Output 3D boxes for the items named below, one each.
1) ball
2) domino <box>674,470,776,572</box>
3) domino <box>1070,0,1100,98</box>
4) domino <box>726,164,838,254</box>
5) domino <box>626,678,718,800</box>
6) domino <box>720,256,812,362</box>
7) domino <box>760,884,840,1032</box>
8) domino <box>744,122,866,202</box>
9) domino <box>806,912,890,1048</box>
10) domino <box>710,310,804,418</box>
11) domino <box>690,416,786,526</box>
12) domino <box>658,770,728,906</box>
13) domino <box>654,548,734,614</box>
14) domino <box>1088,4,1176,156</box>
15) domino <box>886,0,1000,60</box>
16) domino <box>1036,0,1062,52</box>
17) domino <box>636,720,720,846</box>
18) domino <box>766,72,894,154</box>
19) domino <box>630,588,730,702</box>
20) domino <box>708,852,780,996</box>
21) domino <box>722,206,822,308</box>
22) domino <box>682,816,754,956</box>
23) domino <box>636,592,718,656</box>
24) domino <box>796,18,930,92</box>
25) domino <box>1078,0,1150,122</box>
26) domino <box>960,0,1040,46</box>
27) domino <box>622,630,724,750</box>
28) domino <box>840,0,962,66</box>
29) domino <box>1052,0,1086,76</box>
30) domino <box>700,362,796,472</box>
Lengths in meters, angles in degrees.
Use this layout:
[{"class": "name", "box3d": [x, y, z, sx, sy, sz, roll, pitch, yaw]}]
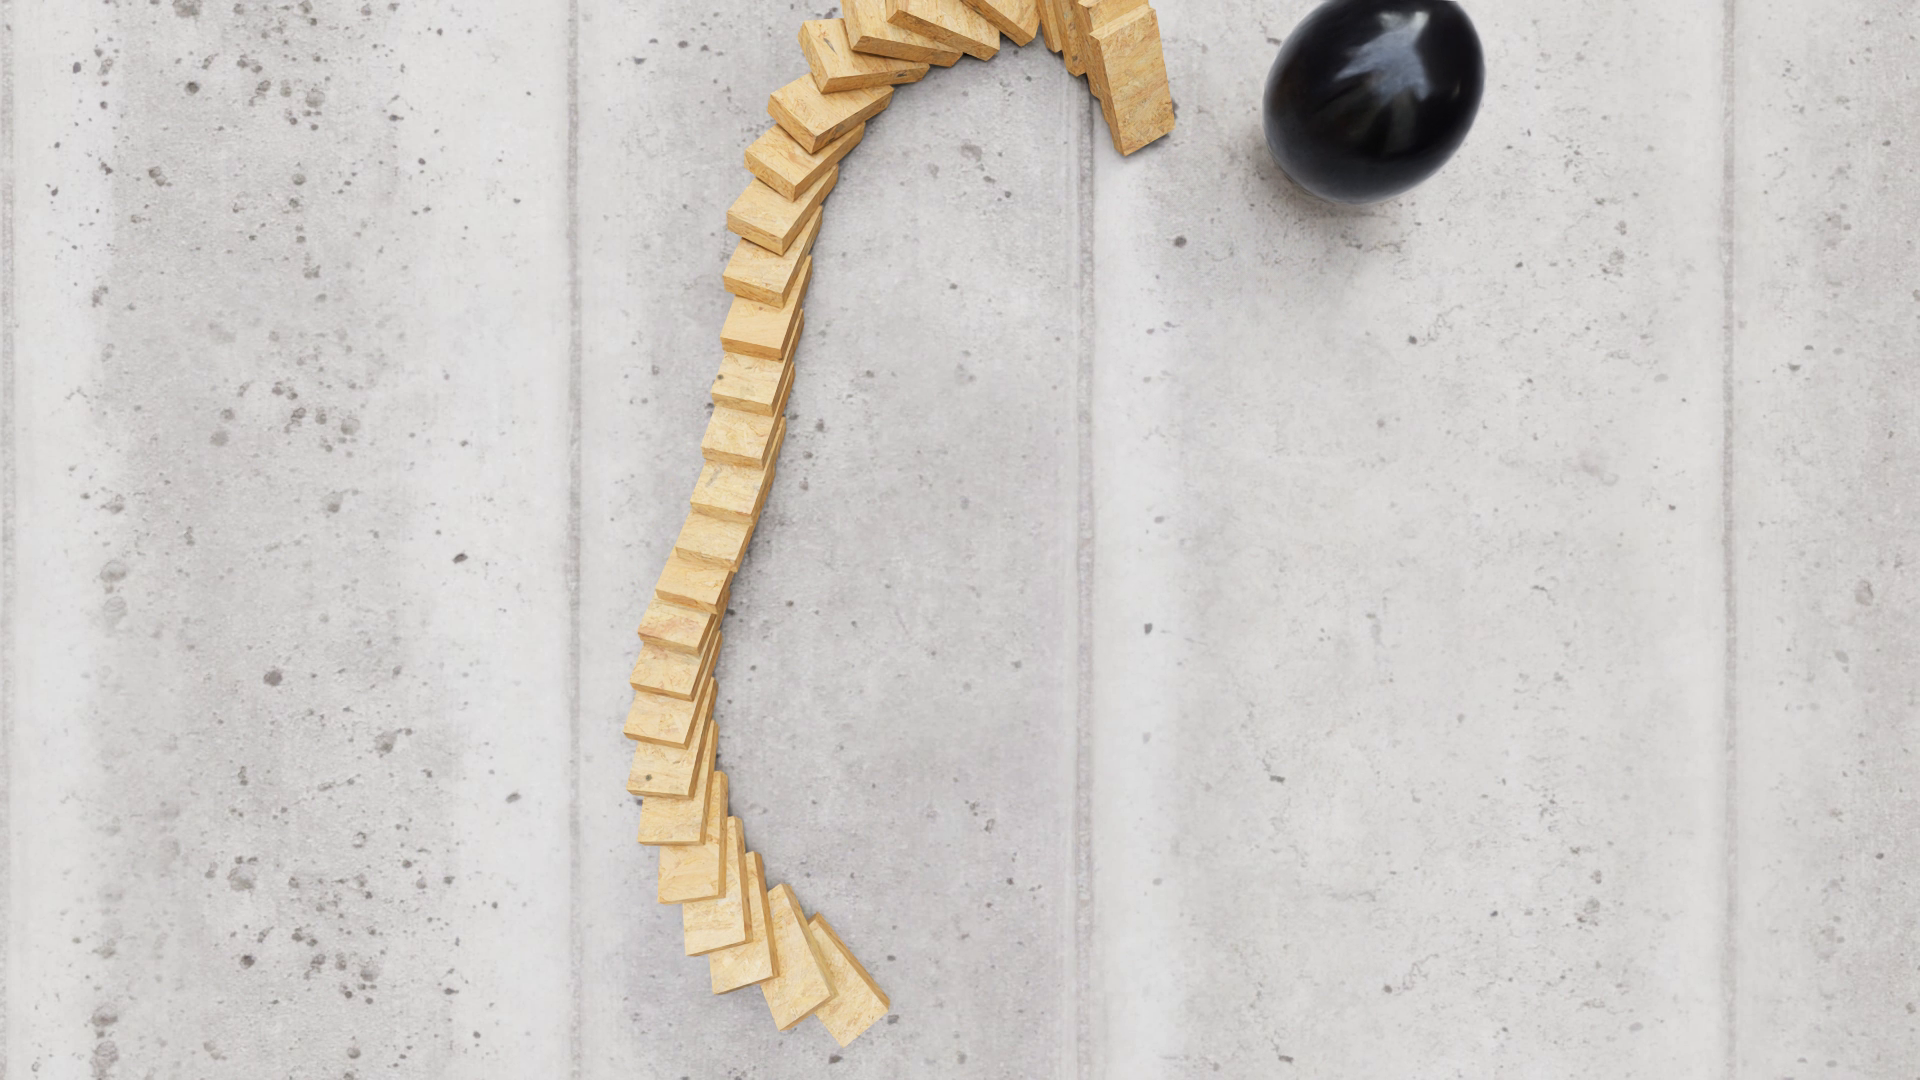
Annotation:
[{"class": "ball", "box3d": [0.161, -0.174, 0.360, 0.080, 0.080, 0.080, 0, 90, 0]}, {"class": "domino", "box3d": [-0.097, -0.013, 0.383, 0.025, 0.010, 0.050, 14, 59, 0]}, {"class": "domino", "box3d": [0.062, -0.213, 0.379, 0.025, 0.050, 0.009, -29, 47, 0]}, {"class": "domino", "box3d": [-0.074, -0.144, 0.384, 0.025, 0.009, 0.050, 25, 62, 1]}, {"class": "domino", "box3d": [-0.119, 0.082, 0.383, 0.025, 0.010, 0.050, 5, 60, 1]}, {"class": "domino", "box3d": [-0.081, -0.100, 0.385, 0.025, 0.009, 0.050, 12, 65, 0]}, {"class": "domino", "box3d": [-0.073, 0.174, 0.383, 0.025, 0.009, 0.050, -35, 60, 0]}, {"class": "domino", "box3d": [-0.065, -0.166, 0.384, 0.025, 0.009, 0.050, 36, 62, 0]}, {"class": "domino", "box3d": [-0.056, 0.189, 0.395, 0.025, 0.009, 0.050, -39, 90, 0]}, {"class": "domino", "box3d": [-0.084, -0.077, 0.385, 0.025, 0.009, 0.050, 12, 64, 0]}, {"class": "domino", "box3d": [-0.092, -0.032, 0.383, 0.025, 0.010, 0.050, 12, 59, 0]}, {"class": "domino", "box3d": [-0.111, 0.124, 0.383, 0.025, 0.009, 0.050, -8, 61, 3]}, {"class": "domino", "box3d": [-0.105, 0.004, 0.383, 0.025, 0.009, 0.050, 15, 59, 0]}, {"class": "domino", "box3d": [0.072, -0.189, 0.379, 0.025, 0.050, 0.010, -29, 47, 0]}, {"class": "domino", "box3d": [-0.007, -0.222, 0.381, 0.050, 0.009, 0.025, 1, 86, -35]}, {"class": "domino", "box3d": [0.043, -0.233, 0.378, 0.025, 0.050, 0.009, -27, 47, -2]}, {"class": "domino", "box3d": [-0.117, 0.101, 0.384, 0.025, 0.010, 0.050, 0, 62, 0]}, {"class": "domino", "box3d": [-0.054, -0.184, 0.383, 0.025, 0.010, 0.050, 43, 59, 0]}, {"class": "domino", "box3d": [-0.116, 0.040, 0.384, 0.025, 0.010, 0.050, 12, 61, 0]}, {"class": "domino", "box3d": [-0.093, 0.160, 0.384, 0.025, 0.010, 0.050, -18, 61, 1]}, {"class": "domino", "box3d": [-0.078, -0.123, 0.385, 0.025, 0.009, 0.050, 17, 64, 0]}, {"class": "domino", "box3d": [-0.102, 0.144, 0.383, 0.025, 0.010, 0.050, -15, 61, 2]}, {"class": "domino", "box3d": [-0.112, 0.021, 0.383, 0.025, 0.010, 0.050, 15, 59, 0]}, {"class": "domino", "box3d": [-0.040, -0.204, 0.383, 0.050, 0.010, 0.025, -24, 90, -30]}, {"class": "domino", "box3d": [0.068, -0.201, 0.379, 0.025, 0.050, 0.009, -29, 47, 0]}, {"class": "domino", "box3d": [0.013, -0.233, 0.382, 0.050, 0.010, 0.025, 20, 84, -32]}, {"class": "domino", "box3d": [-0.119, 0.060, 0.384, 0.025, 0.009, 0.050, 11, 61, 0]}, {"class": "domino", "box3d": [-0.024, -0.215, 0.381, 0.050, 0.010, 0.025, -11, 87, -36]}, {"class": "domino", "box3d": [0.052, -0.223, 0.378, 0.025, 0.050, 0.009, -27, 47, -2]}, {"class": "domino", "box3d": [-0.088, -0.055, 0.384, 0.025, 0.009, 0.050, 12, 63, 0]}]
